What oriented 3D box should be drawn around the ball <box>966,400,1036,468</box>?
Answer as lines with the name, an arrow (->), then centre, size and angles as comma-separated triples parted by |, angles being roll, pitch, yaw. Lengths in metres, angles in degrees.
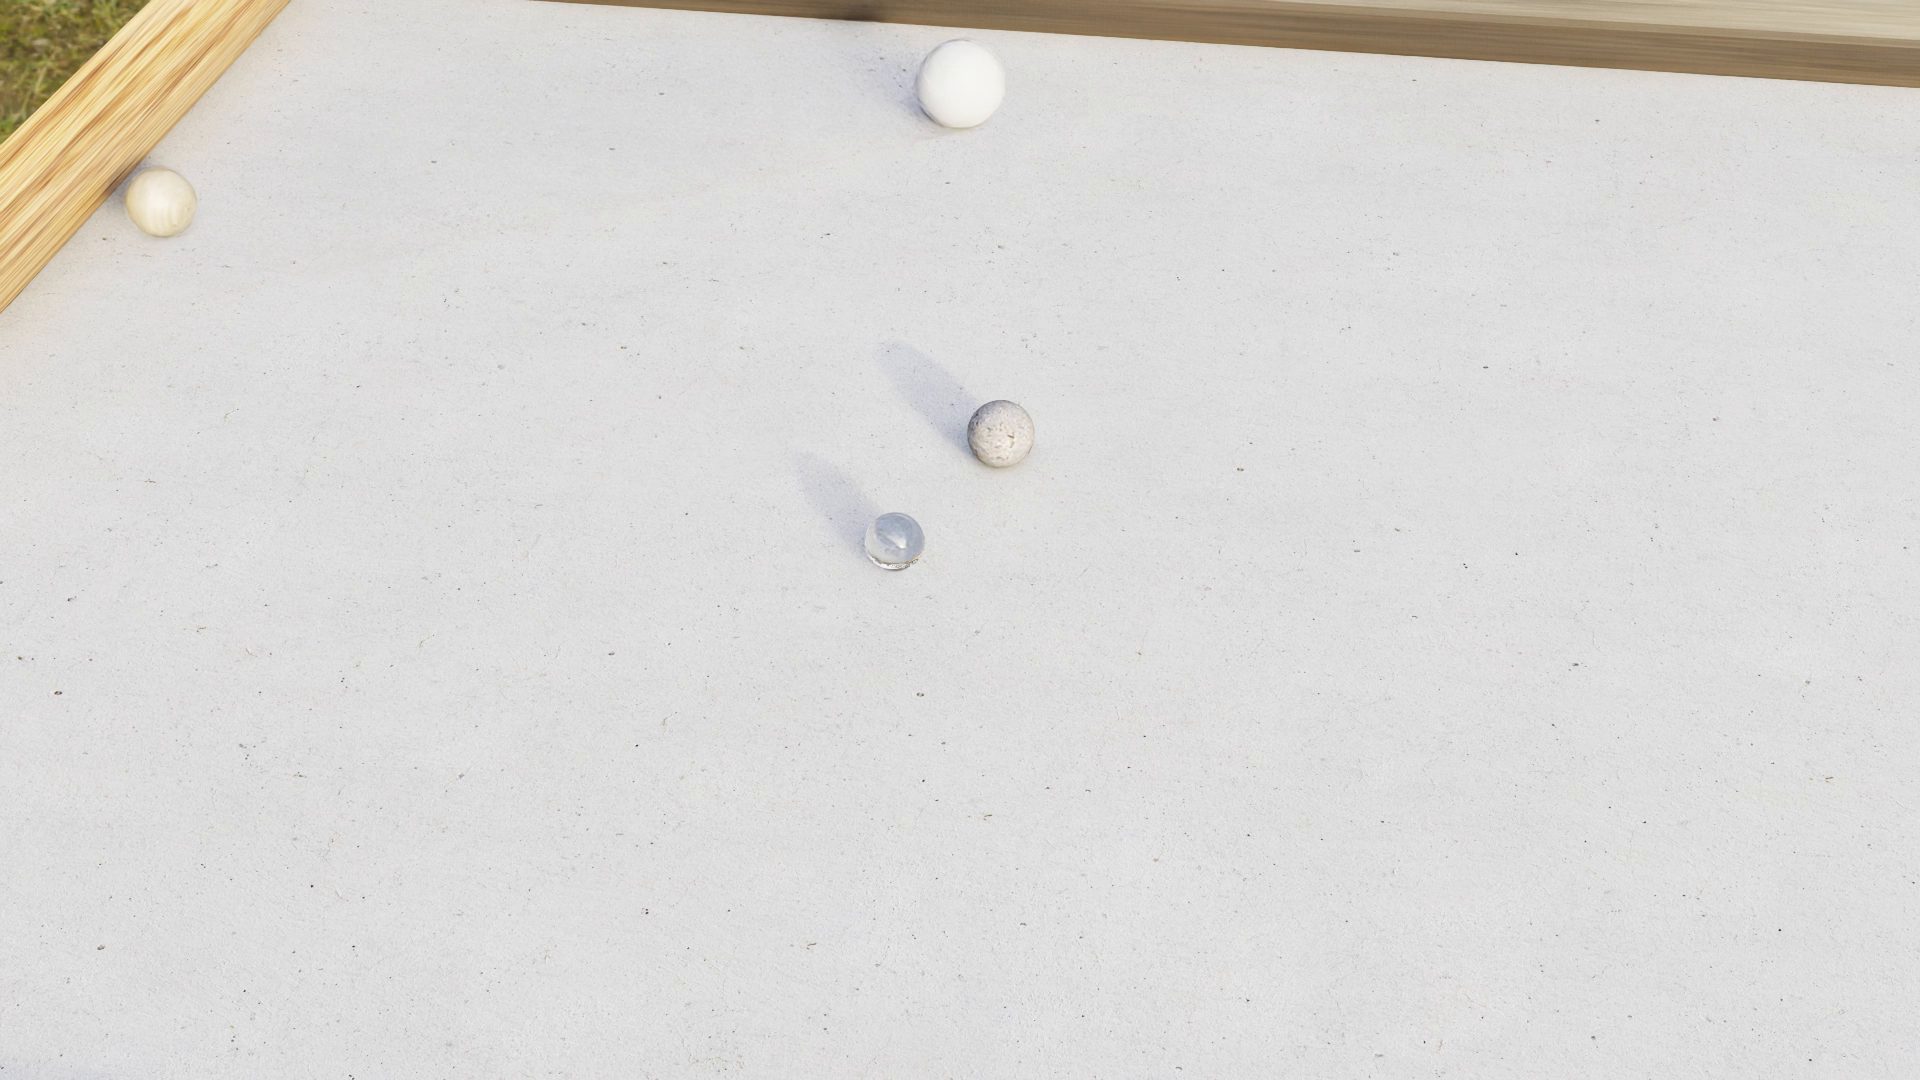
ball -> 0.032, -0.083, 2.004 | 0.053, 0.053, 0.053 | 0, 35, 0

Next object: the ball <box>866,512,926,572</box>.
ball -> -0.048, 0.001, 1.891 | 0.044, 0.044, 0.044 | 0, 35, 0

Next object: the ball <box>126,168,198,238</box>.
ball -> -0.720, -0.305, 2.315 | 0.062, 0.062, 0.062 | 0, 35, 0

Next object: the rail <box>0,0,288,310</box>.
rail -> -0.846, -0.102, 1.964 | 0.045, 0.128, 1.970 | 5, 35, 7

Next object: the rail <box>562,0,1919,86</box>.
rail -> 1.017, -0.492, 2.526 | 3.520, 0.128, 0.045 | 5, 35, 7

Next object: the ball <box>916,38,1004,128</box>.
ball -> 0.000, -0.443, 2.494 | 0.086, 0.086, 0.086 | 0, 35, 0
